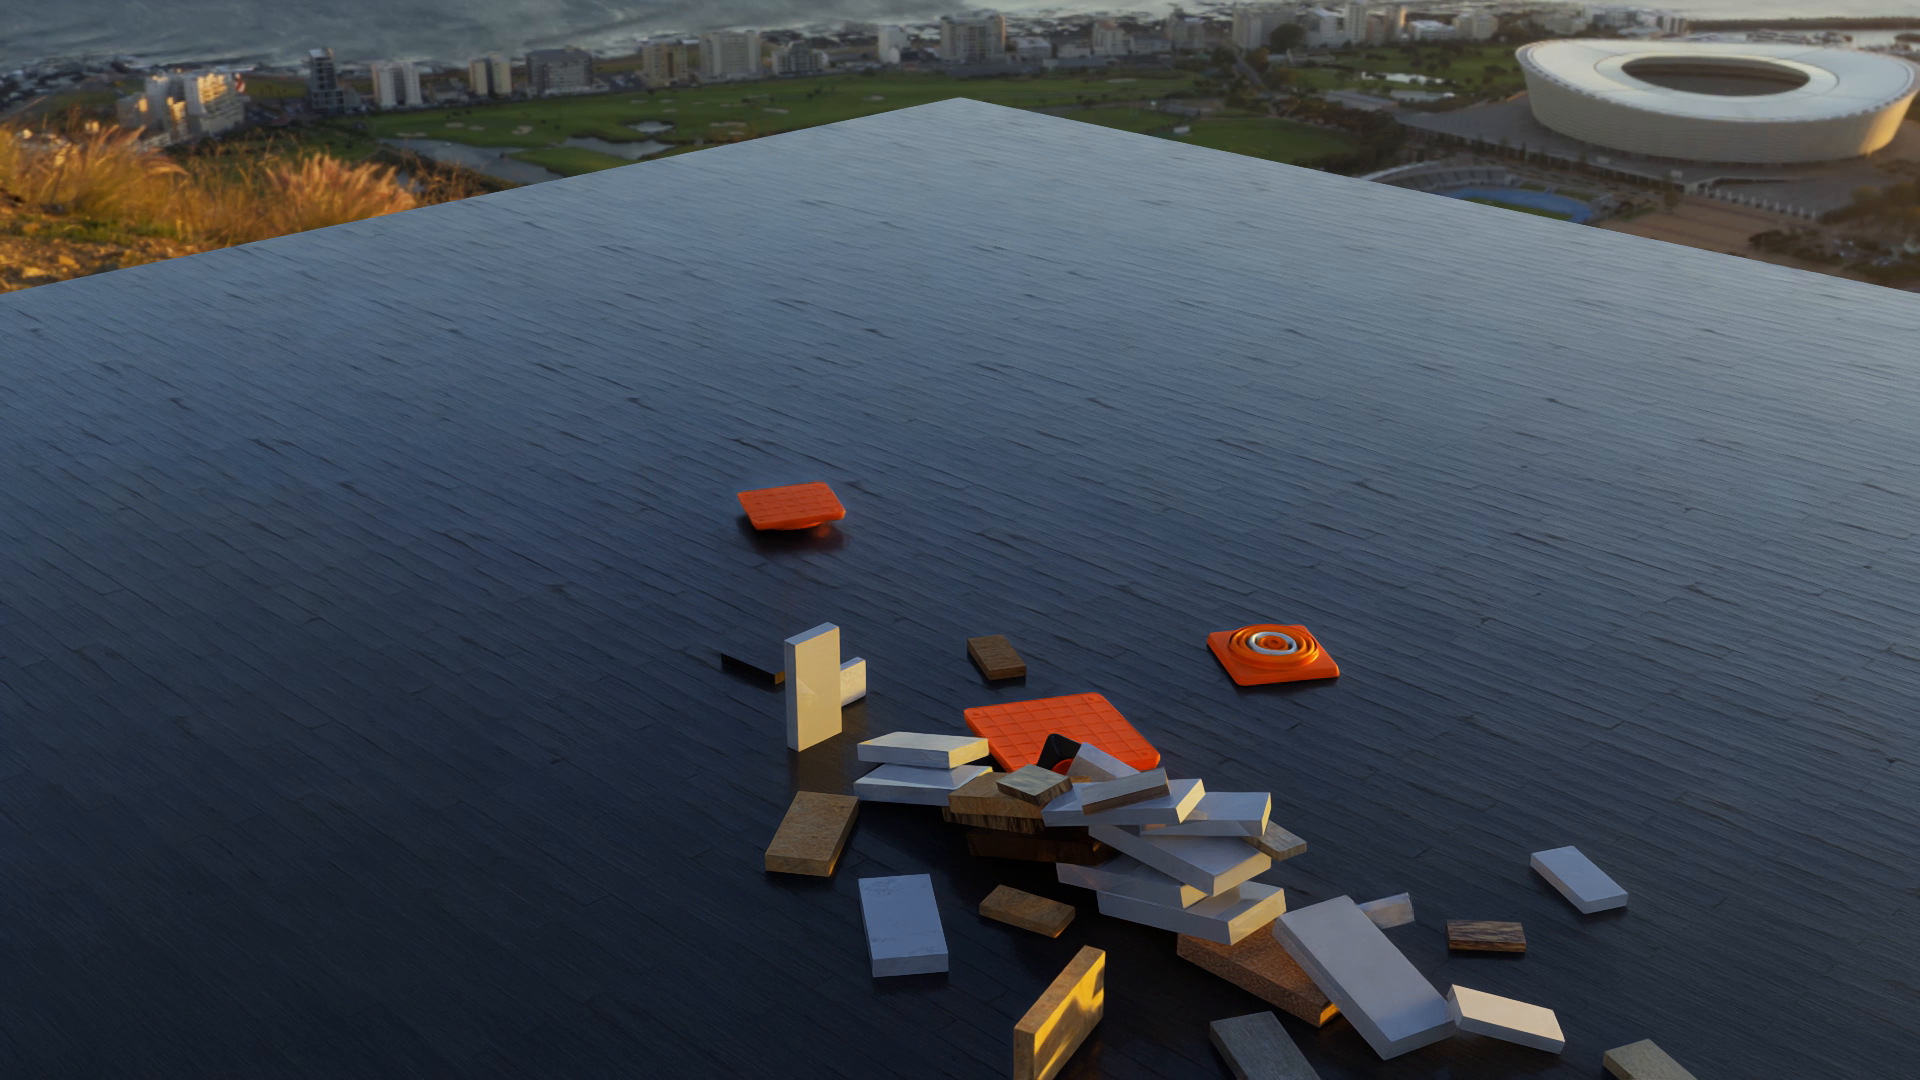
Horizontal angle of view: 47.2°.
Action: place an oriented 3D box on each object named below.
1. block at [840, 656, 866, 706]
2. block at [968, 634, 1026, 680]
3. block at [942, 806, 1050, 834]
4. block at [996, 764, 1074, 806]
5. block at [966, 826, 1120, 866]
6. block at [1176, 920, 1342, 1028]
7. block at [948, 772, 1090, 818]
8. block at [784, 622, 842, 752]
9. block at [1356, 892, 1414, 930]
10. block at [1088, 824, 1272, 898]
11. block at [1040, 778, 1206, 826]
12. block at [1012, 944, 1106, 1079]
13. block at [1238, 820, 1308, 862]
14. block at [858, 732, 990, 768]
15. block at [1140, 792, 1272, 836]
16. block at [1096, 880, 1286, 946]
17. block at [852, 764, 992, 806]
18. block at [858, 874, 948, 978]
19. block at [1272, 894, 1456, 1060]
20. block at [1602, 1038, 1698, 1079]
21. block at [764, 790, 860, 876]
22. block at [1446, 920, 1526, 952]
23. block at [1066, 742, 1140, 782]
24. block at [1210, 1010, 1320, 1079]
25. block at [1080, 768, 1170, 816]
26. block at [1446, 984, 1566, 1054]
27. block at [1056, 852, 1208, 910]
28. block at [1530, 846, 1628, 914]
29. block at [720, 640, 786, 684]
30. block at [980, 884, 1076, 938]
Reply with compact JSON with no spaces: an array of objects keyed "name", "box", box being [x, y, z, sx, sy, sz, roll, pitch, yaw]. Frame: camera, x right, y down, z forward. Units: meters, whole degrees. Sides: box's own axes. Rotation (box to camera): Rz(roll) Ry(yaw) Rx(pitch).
[{"name":"block","box":[-0.279,0.330,4.870,0.025,0.088,0.175,19,30,38]},{"name":"block","box":[0.084,0.270,5.092,0.088,0.025,0.175,-7,24,-15]},{"name":"block","box":[0.098,0.527,4.334,0.129,0.037,0.258,-21,14,-40]},{"name":"block","box":[0.141,0.468,4.205,0.080,0.023,0.160,-25,15,-22]},{"name":"block","box":[0.182,0.569,4.247,0.311,0.044,0.156,-2,15,41]},{"name":"block","box":[0.562,0.753,3.928,0.318,0.045,0.159,21,31,40]},{"name":"block","box":[0.116,0.496,4.279,0.258,0.037,0.129,-2,14,41]},{"name":"block","box":[-0.314,0.314,4.699,0.036,0.252,0.126,21,30,40]},{"name":"block","box":[0.755,0.686,4.010,0.136,0.068,0.019,-15,44,5]},{"name":"block","box":[0.403,0.554,4.050,0.156,0.044,0.311,-18,27,-39]},{"name":"block","box":[0.300,0.486,4.065,0.286,0.032,0.112,-6,19,34]},{"name":"block","box":[0.167,0.808,3.684,0.038,0.135,0.271,12,26,26]},{"name":"block","box":[0.559,0.540,3.998,0.068,0.019,0.136,-13,24,-31]},{"name":"block","box":[-0.078,0.436,4.580,0.252,0.036,0.126,0,8,40]},{"name":"block","box":[0.451,0.503,4.039,0.225,0.032,0.113,-2,20,16]},{"name":"block","box":[0.423,0.664,4.045,0.159,0.045,0.318,-21,17,-40]},{"name":"block","box":[-0.074,0.494,4.464,0.258,0.037,0.129,-1,15,35]},{"name":"block","box":[-0.107,0.707,4.046,0.135,0.038,0.271,-3,23,-7]},{"name":"block","box":[0.702,0.755,3.817,0.159,0.045,0.318,-10,39,-30]},{"name":"block","box":[1.156,0.894,3.621,0.092,0.026,0.184,-10,25,-21]},{"name":"block","box":[-0.291,0.579,4.350,0.126,0.036,0.252,4,23,10]},{"name":"block","box":[0.962,0.725,4.028,0.136,0.019,0.068,2,23,4]},{"name":"block","box":[0.333,0.505,4.268,0.271,0.135,0.038,29,49,6]},{"name":"block","box":[0.512,0.871,3.667,0.112,0.032,0.225,-7,24,-15]},{"name":"block","box":[0.303,0.462,4.041,0.160,0.023,0.080,-15,16,6]},{"name":"block","box":[0.928,0.815,3.742,0.184,0.026,0.092,15,22,-6]},{"name":"block","box":[0.346,0.615,4.111,0.156,0.044,0.311,-21,17,-41]},{"name":"block","box":[1.181,0.648,4.201,0.092,0.026,0.185,-8,24,-17]},{"name":"block","box":[-0.457,0.281,5.066,0.176,0.025,0.088,19,29,37]},{"name":"block","box":[0.125,0.692,4.101,0.160,0.023,0.080,13,26,27]}]
